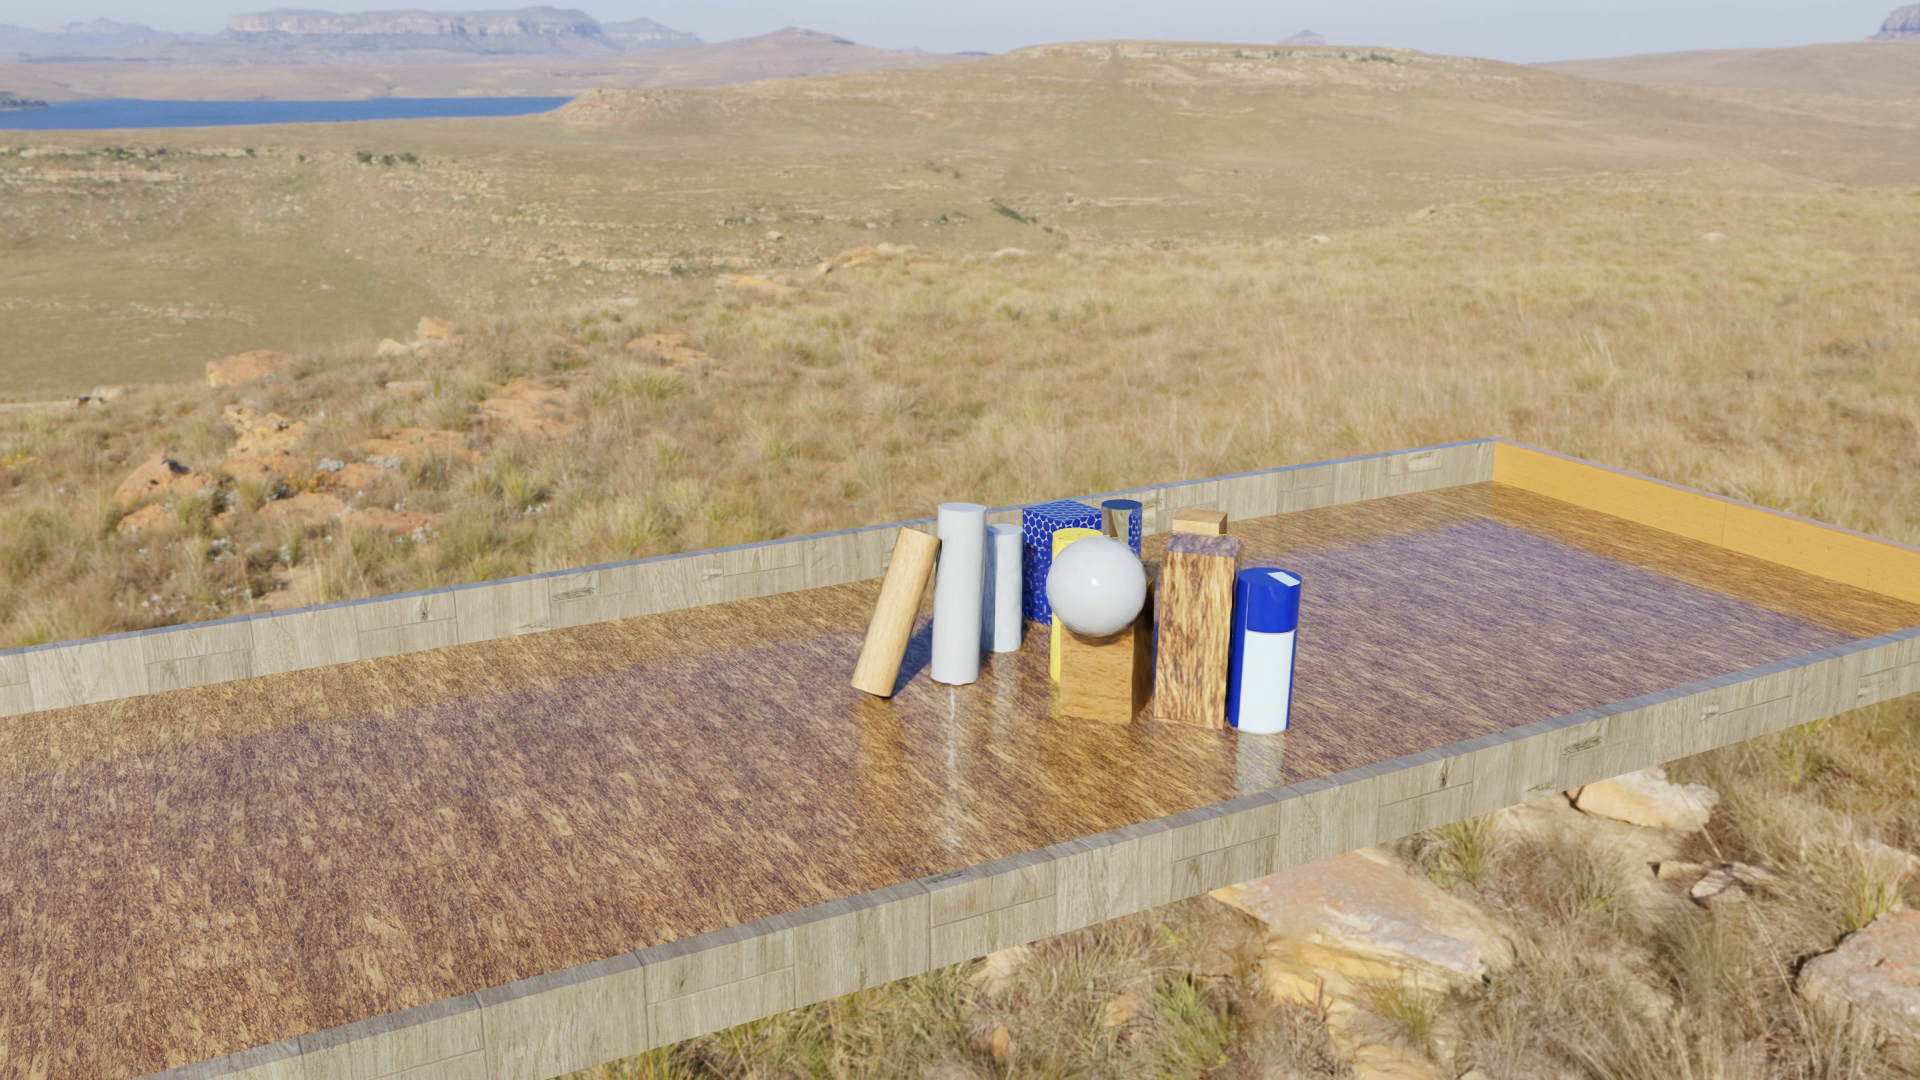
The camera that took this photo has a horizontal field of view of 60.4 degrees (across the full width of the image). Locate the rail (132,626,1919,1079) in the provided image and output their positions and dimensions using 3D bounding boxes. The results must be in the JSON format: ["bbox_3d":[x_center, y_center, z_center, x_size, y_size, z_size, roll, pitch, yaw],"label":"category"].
[{"bbox_3d":[-2.336,1.006,1.665,12.000,0.150,0.050,-9,18,-27],"label":"rail"}]

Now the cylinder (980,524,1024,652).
[{"bbox_3d":[0.110,0.126,4.358,0.111,0.320,0.111,0,16,0],"label":"cylinder"}]

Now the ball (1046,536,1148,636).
[{"bbox_3d":[0.307,0.104,3.707,0.227,0.227,0.227,0,16,0],"label":"ball"}]

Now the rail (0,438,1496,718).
[{"bbox_3d":[-3.305,0.497,3.399,12.000,0.150,0.050,-9,18,-27],"label":"rail"}]

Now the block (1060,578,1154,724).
[{"bbox_3d":[0.352,0.254,3.943,0.176,0.310,0.176,6,18,21],"label":"block"}]

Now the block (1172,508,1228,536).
[{"bbox_3d":[0.583,0.152,4.059,0.112,0.440,0.112,6,17,19],"label":"block"}]

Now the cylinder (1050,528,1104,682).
[{"bbox_3d":[0.292,0.165,4.133,0.125,0.372,0.125,0,16,0],"label":"cylinder"}]

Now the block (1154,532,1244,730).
[{"bbox_3d":[0.562,0.212,3.886,0.163,0.419,0.163,6,17,15],"label":"block"}]

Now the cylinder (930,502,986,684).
[{"bbox_3d":[-0.004,0.133,4.114,0.121,0.436,0.121,2,12,-1],"label":"cylinder"}]

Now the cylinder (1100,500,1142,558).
[{"bbox_3d":[0.420,0.096,4.333,0.108,0.392,0.108,0,16,0],"label":"cylinder"}]

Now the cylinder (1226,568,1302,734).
[{"bbox_3d":[0.707,0.257,3.838,0.146,0.359,0.146,1,17,0],"label":"cylinder"}]

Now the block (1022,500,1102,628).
[{"bbox_3d":[0.291,0.067,4.578,0.168,0.309,0.168,-12,20,-35],"label":"block"}]

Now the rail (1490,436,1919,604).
[{"bbox_3d":[2.466,-0.048,5.253,0.050,0.150,2.100,-9,18,-27],"label":"rail"}]

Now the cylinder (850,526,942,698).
[{"bbox_3d":[-0.156,0.176,4.027,0.104,0.405,0.104,18,-1,0],"label":"cylinder"}]
